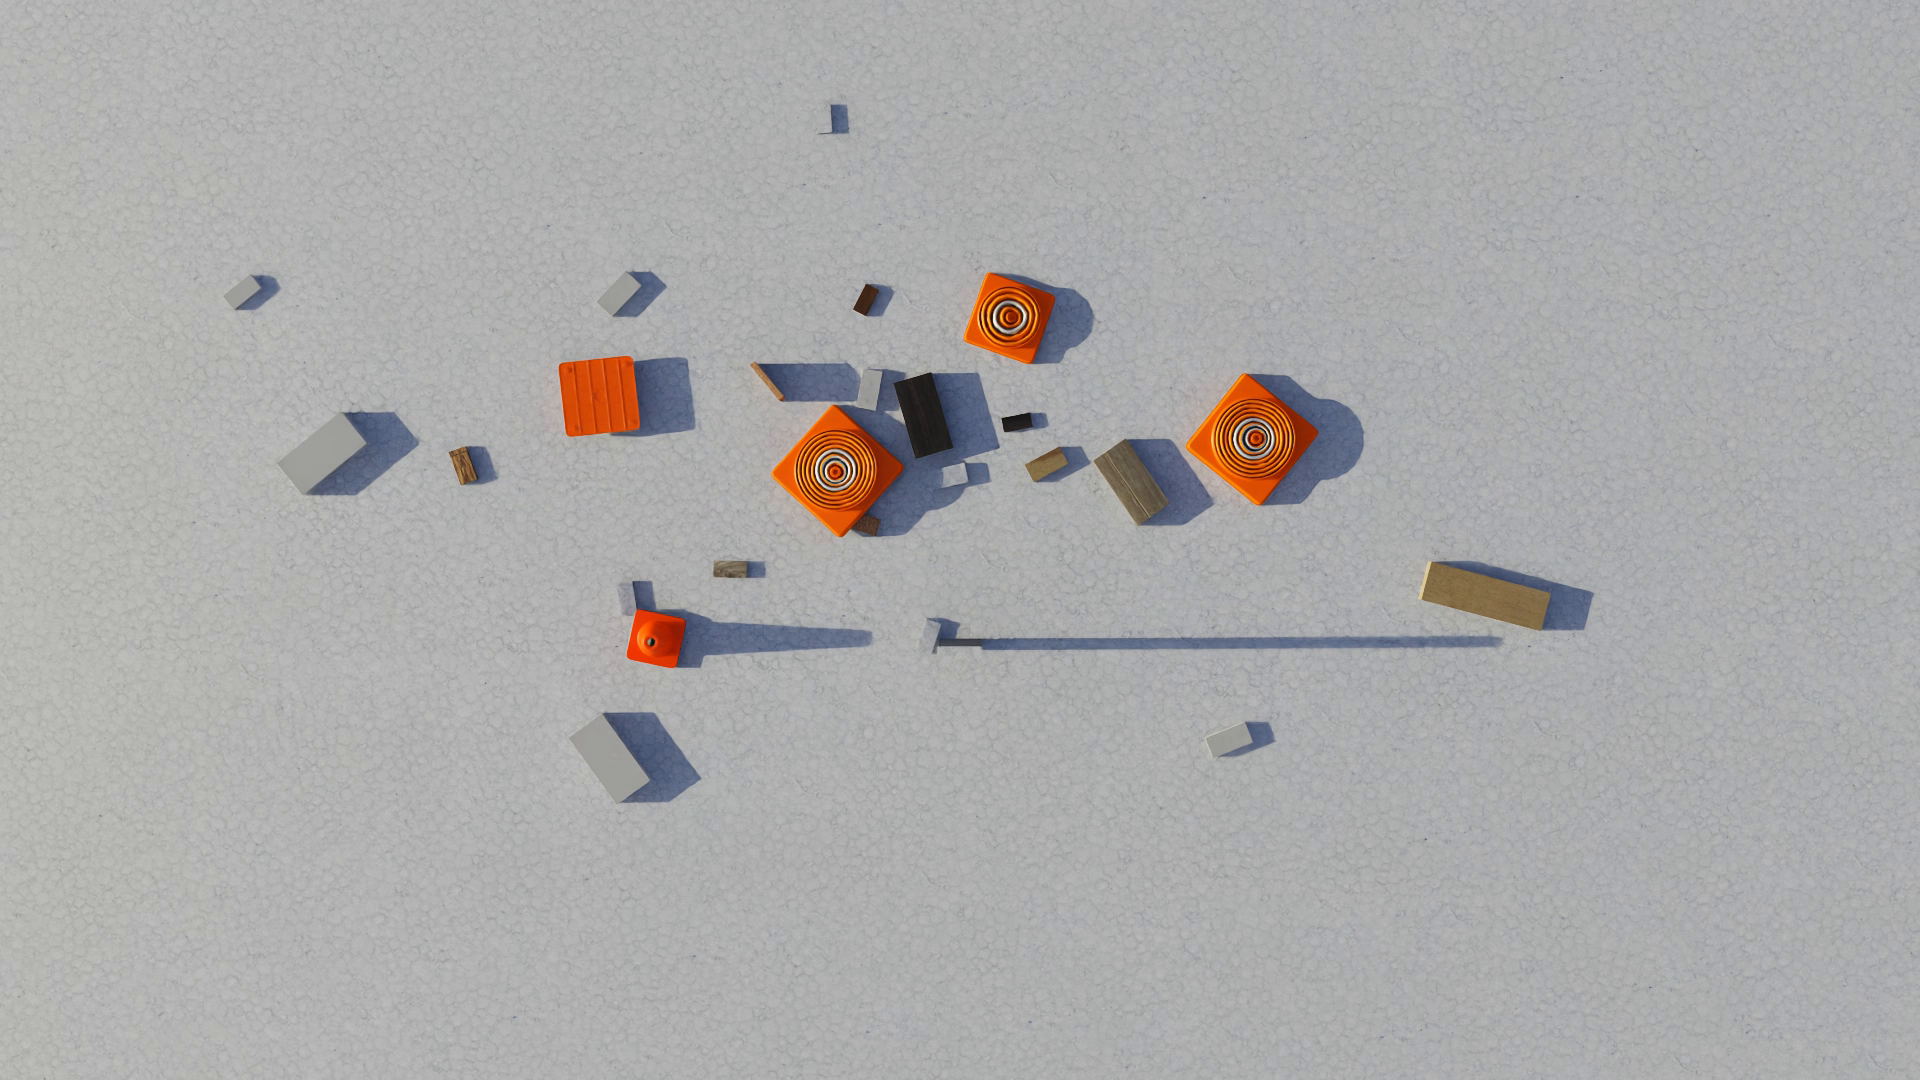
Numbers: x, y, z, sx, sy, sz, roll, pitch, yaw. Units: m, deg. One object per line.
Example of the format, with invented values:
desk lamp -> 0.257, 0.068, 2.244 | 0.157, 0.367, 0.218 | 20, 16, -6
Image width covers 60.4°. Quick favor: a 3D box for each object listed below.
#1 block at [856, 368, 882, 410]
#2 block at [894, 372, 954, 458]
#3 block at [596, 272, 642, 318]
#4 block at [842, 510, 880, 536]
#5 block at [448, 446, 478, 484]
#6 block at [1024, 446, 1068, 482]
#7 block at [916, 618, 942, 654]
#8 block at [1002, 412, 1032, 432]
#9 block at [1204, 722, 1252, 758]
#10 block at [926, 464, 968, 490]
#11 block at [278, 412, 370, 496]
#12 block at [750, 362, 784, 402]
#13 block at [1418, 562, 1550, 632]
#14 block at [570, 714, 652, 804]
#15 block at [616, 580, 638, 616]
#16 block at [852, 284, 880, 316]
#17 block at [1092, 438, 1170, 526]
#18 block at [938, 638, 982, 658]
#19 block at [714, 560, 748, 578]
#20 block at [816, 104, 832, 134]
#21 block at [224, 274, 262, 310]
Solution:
block -> -0.301, -0.500, 5.491 | 0.065, 0.018, 0.131 | 10, 90, 0
block -> -0.121, -0.413, 5.482 | 0.131, 0.037, 0.261 | -16, 90, 0
block -> -1.134, -0.819, 5.490 | 0.071, 0.020, 0.142 | 44, 90, 0
block -> -0.328, -0.058, 5.492 | 0.116, 0.016, 0.058 | 17, 90, 0
block -> -1.653, -0.248, 5.492 | 0.058, 0.016, 0.116 | -20, 90, 0
block -> 0.287, -0.252, 5.491 | 0.131, 0.018, 0.065 | -28, 90, 0
block -> -0.105, 0.322, 5.492 | 0.055, 0.016, 0.110 | 19, 90, 0
block -> 0.189, -0.391, 5.493 | 0.097, 0.014, 0.049 | -11, 90, 0
block -> 0.894, 0.665, 5.490 | 0.142, 0.020, 0.071 | -22, 90, 0
block -> -0.042, -0.211, 5.491 | 0.131, 0.018, 0.065 | -13, 90, 0
block -> -2.113, -0.287, 5.481 | 0.273, 0.039, 0.136 | -39, 90, 0
block -> -0.637, -0.525, 5.464 | 0.020, 0.071, 0.149 | -40, 90, 0
block -> 1.743, 0.187, 5.482 | 0.410, 0.037, 0.131 | 15, 90, 0
block -> -1.161, 0.726, 5.481 | 0.136, 0.039, 0.273 | -36, 90, 0
block -> -1.108, 0.195, 5.492 | 0.055, 0.016, 0.110 | -9, 90, 0
block -> -0.313, -0.799, 5.493 | 0.049, 0.014, 0.097 | 27, 90, 0
block -> 0.569, -0.192, 5.482 | 0.131, 0.037, 0.261 | -35, 90, 0
block -> 0.000, 0.349, 5.301 | 0.136, 0.398, 0.039 | 0, 90, 0
block -> -0.765, 0.098, 5.492 | 0.110, 0.016, 0.055 | 1, 90, 0
block -> -0.452, -1.403, 5.493 | 0.049, 0.014, 0.097 | -4, 90, 0
block -> -2.387, -0.825, 5.492 | 0.116, 0.016, 0.058 | -39, 90, 0
